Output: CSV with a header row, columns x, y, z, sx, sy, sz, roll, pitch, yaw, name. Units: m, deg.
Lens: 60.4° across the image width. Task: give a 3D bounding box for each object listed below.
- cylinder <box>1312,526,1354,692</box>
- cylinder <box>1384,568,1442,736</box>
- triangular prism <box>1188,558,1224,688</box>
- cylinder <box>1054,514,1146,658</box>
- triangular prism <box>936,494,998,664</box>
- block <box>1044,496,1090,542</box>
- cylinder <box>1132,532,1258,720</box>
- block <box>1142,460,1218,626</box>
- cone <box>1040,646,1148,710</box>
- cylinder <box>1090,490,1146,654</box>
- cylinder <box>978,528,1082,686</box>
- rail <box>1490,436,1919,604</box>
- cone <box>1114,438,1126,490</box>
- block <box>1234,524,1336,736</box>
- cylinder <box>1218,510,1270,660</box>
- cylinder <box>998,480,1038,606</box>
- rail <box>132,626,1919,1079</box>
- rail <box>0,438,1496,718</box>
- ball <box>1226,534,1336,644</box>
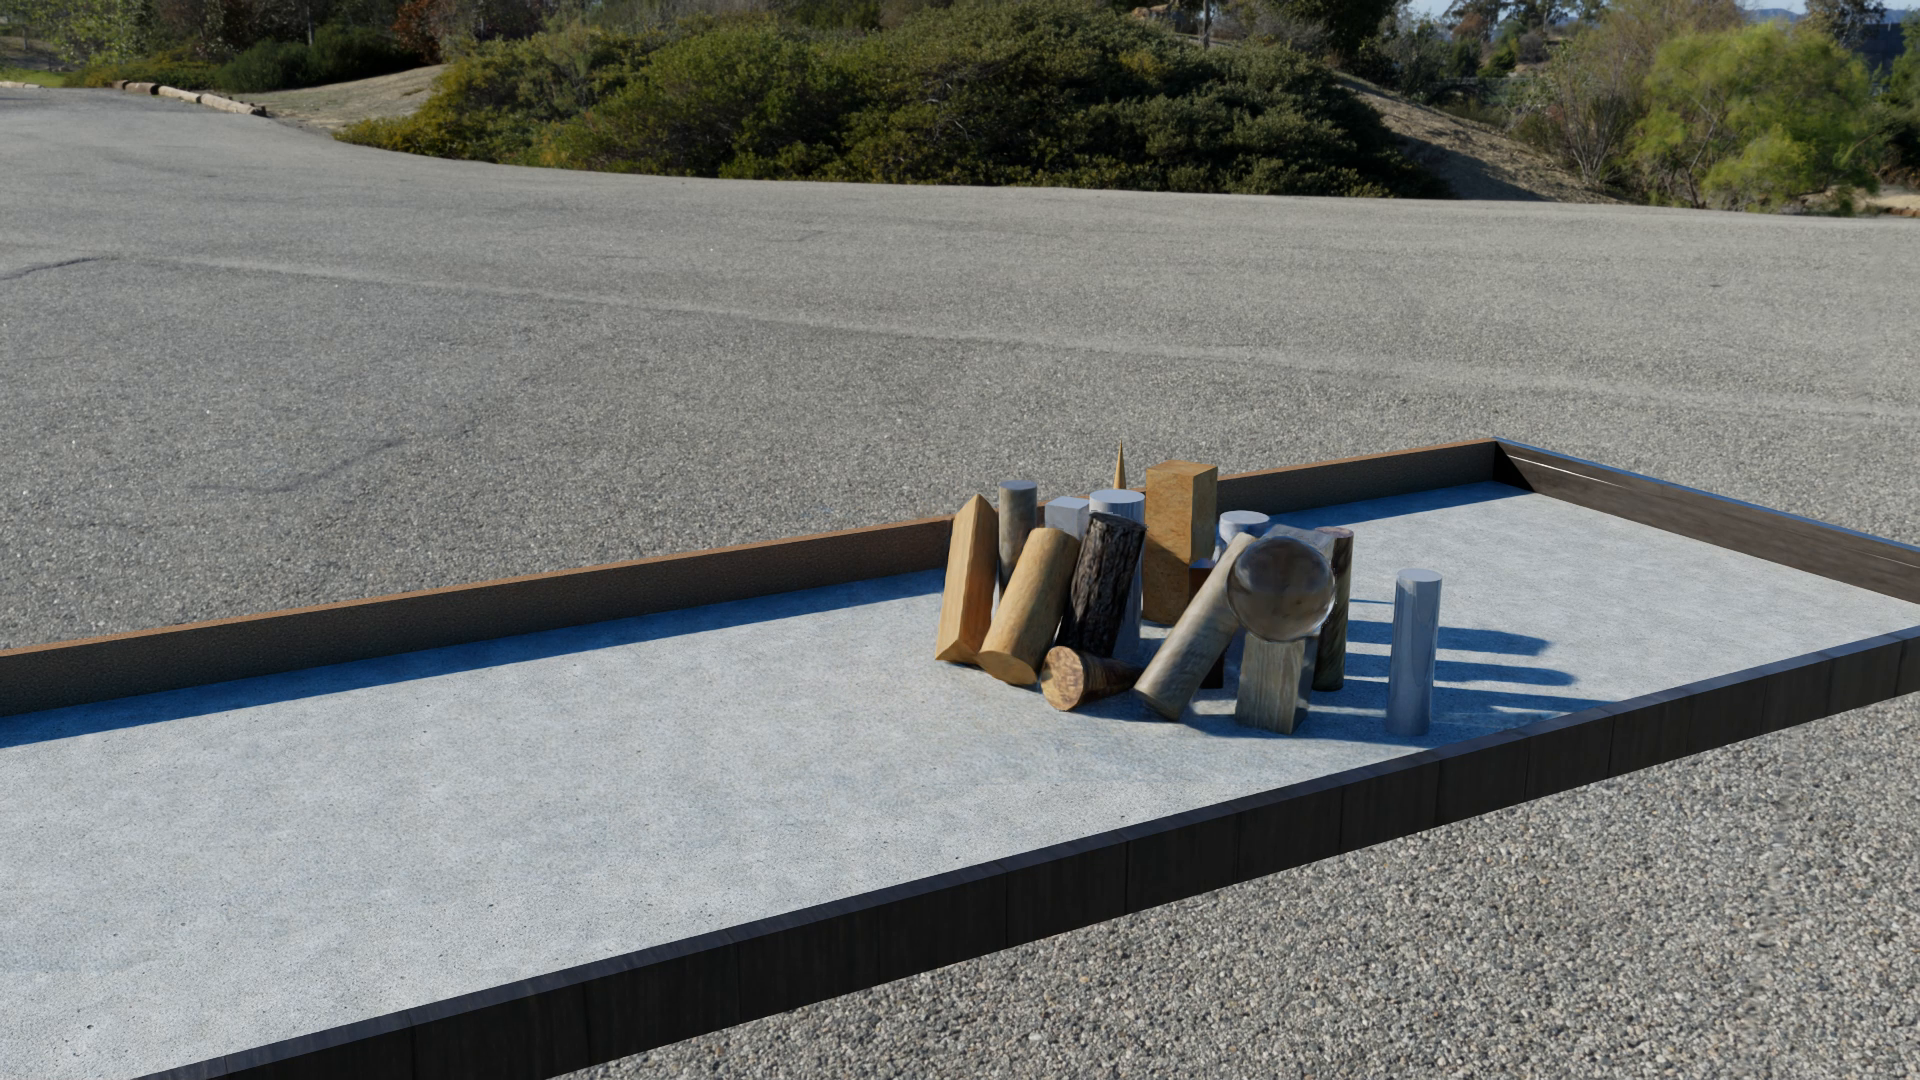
x,y,z,sx,sy,sz,roll,pitch,yaw,name
0.907,0.171,4.071,0.102,0.396,0.102,0,16,0,cylinder
1.046,0.260,3.805,0.101,0.376,0.101,0,16,0,cylinder
0.603,0.206,4.093,0.095,0.316,0.083,-1,16,-4,triangular prism
0.344,0.144,4.121,0.144,0.397,0.144,13,12,-3,cylinder
0.025,0.095,4.345,0.129,0.112,0.458,5,56,4,triangular prism
0.306,0.050,4.611,0.104,0.323,0.104,9,19,29,block
0.588,0.204,3.920,0.128,0.459,0.128,34,-11,7,cylinder
0.607,0.009,4.558,0.142,0.431,0.142,11,20,34,block
0.395,0.335,4.080,0.385,0.154,0.154,2,12,-38,cone
0.409,0.083,4.345,0.144,0.411,0.144,0,16,0,cylinder
0.183,0.166,4.152,0.157,0.157,0.378,8,57,26,cylinder
2.466,-0.048,5.253,0.050,0.150,2.100,-9,18,-27,rail
0.468,-0.085,4.852,0.113,0.447,0.113,0,16,0,cone
0.752,0.207,3.828,0.138,0.452,0.138,13,21,24,block
0.733,0.118,4.298,0.125,0.369,0.125,0,16,0,cylinder
0.152,0.065,4.364,0.100,0.434,0.100,0,16,0,cylinder
-2.336,1.006,1.665,12.000,0.150,0.050,-9,18,-27,rail
-3.305,0.497,3.399,12.000,0.150,0.050,-9,18,-27,rail
0.697,0.106,3.587,0.235,0.235,0.235,0,16,0,ball
